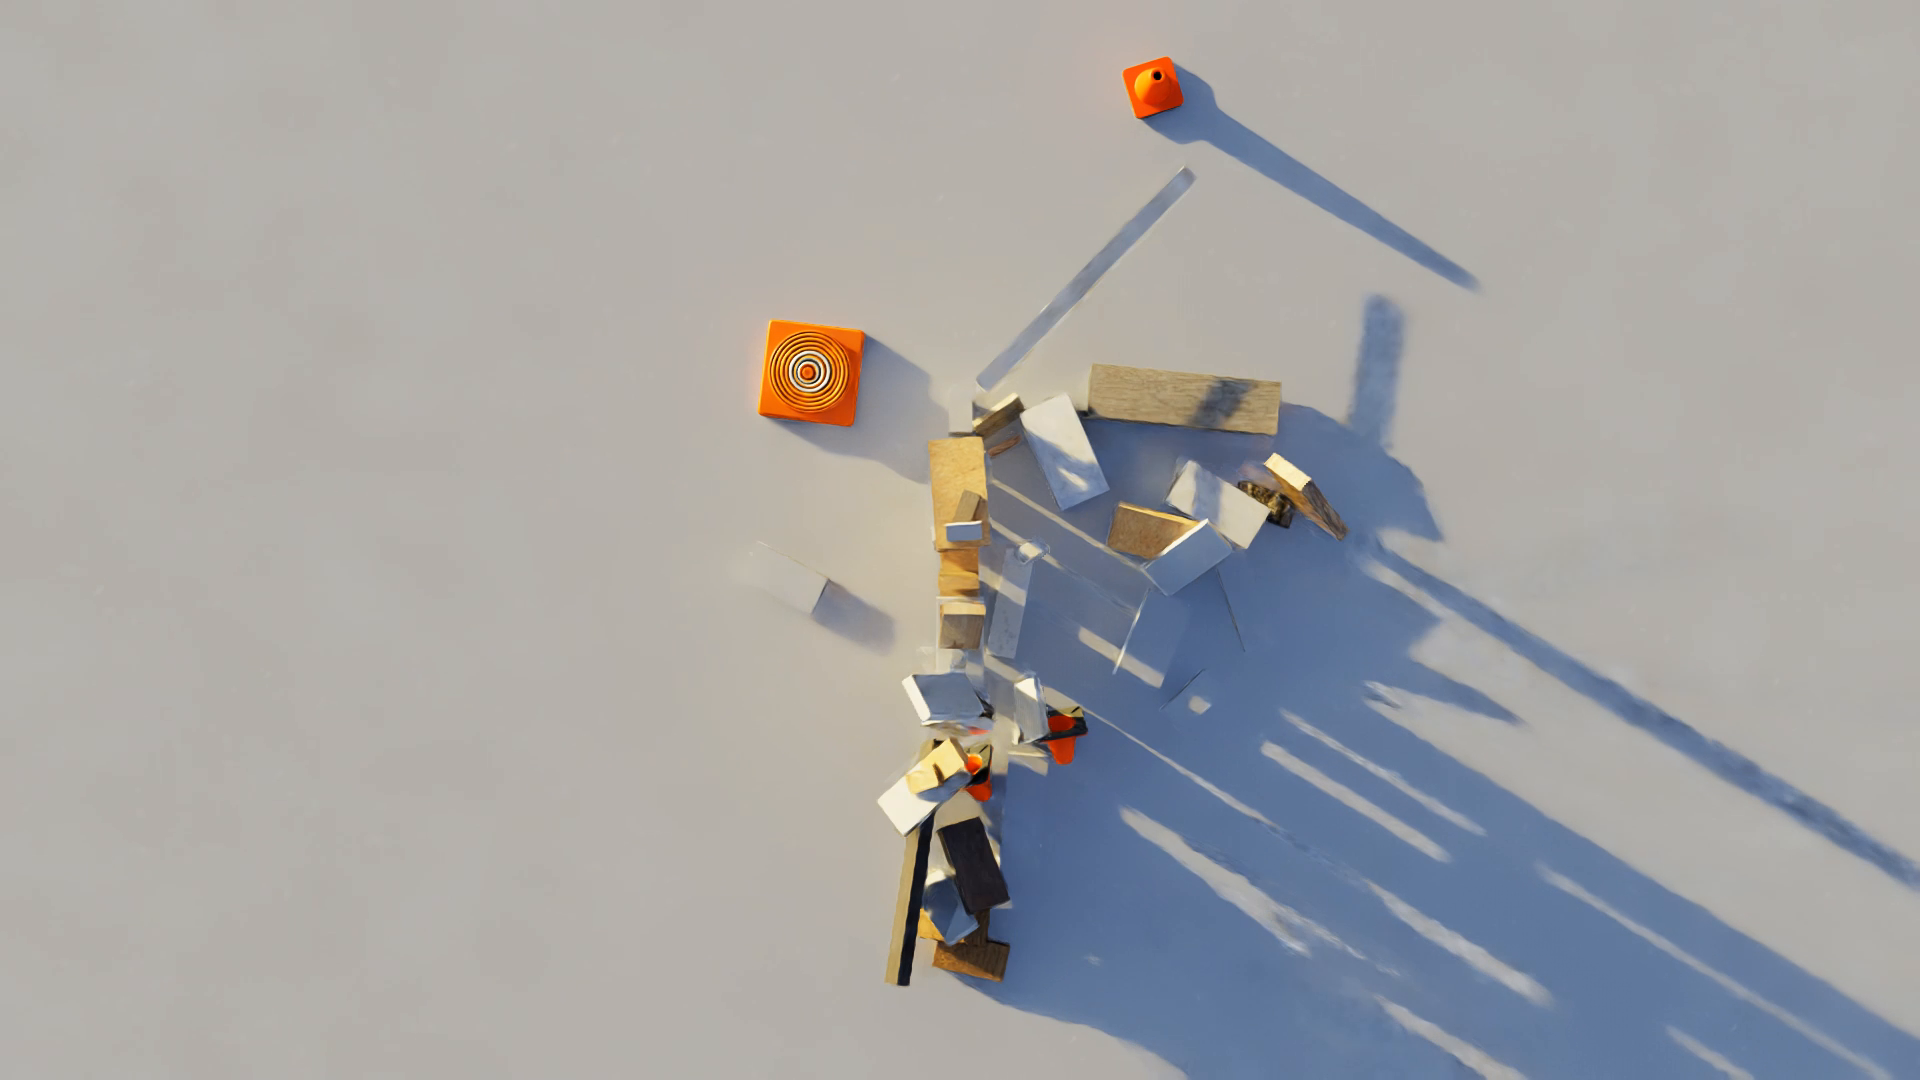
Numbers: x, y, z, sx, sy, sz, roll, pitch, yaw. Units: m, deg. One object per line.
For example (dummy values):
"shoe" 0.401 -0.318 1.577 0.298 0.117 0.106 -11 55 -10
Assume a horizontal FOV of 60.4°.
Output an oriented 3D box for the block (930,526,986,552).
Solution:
"block" -0.003 -0.009 5.062 0.161 0.322 0.046 -6 84 0

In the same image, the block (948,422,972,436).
"block" 0.001 -0.366 5.425 0.074 0.149 0.021 1 84 0

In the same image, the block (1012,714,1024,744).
"block" 0.206 0.605 5.452 0.019 0.066 0.132 14 104 25

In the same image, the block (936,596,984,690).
"block" 0.000 0.326 5.186 0.146 0.041 0.292 0 90 0

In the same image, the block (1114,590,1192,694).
"block" 0.641 0.336 5.478 0.154 0.044 0.309 23 90 0

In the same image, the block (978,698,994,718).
"block" 0.011 0.515 5.256 0.138 0.275 0.039 18 89 -12

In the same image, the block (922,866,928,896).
"block" -0.145 1.128 5.411 0.066 0.019 0.132 14 94 43

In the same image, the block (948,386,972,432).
"block" 0.003 -0.424 5.340 0.074 0.021 0.149 1 90 0

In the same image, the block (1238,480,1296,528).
"block" 1.012 -0.119 5.486 0.202 0.029 0.101 19 90 0

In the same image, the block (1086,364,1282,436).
"block" 0.739 -0.462 5.459 0.625 0.049 0.175 6 85 2

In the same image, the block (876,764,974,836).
"block" -0.112 0.800 5.293 0.290 0.041 0.145 -41 67 2

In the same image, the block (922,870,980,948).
"block" -0.051 1.205 5.405 0.119 0.034 0.239 -33 53 -11

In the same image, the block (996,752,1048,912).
"block" 0.205 0.969 5.481 0.133 0.038 0.514 5 90 0

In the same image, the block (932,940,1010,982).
"block" 0.038 1.381 5.482 0.239 0.034 0.119 13 90 1

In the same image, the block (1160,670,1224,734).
"block" 0.774 0.536 5.486 0.202 0.029 0.101 -43 90 0

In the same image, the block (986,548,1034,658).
"block" 0.168 0.211 5.486 0.095 0.027 0.357 11 90 0

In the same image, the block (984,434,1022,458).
"block" 0.116 -0.293 5.399 0.087 0.192 0.025 -29 90 42

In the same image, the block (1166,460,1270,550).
"block" 0.853 -0.115 5.449 0.309 0.044 0.154 32 92 4

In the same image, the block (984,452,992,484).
"block" 0.014 -0.197 5.131 0.161 0.447 0.046 -20 85 -2

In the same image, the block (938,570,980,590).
"block" -0.004 0.121 5.072 0.122 0.303 0.035 2 93 0

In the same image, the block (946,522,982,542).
"block" 0.011 -0.025 4.835 0.104 0.015 0.052 -4 114 -1

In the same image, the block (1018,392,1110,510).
"block" 0.345 -0.292 5.440 0.175 0.049 0.349 -24 91 10

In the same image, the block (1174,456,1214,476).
"block" 0.776 -0.234 5.491 0.122 0.017 0.061 19 90 0

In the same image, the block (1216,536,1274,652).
"block" 0.930 0.160 5.486 0.101 0.029 0.415 -19 90 0

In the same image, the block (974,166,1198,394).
"block" 0.411 -0.849 5.363 0.061 0.017 0.994 45 85 -3

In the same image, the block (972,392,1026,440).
"block" 0.130 -0.408 5.458 0.174 0.087 0.025 -35 52 0

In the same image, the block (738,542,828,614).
"block" -0.585 0.125 5.481 0.265 0.038 0.133 27 90 0

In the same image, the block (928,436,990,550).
"block" -0.002 -0.139 4.881 0.161 0.046 0.322 -4 88 -1

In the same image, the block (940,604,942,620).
"block" 0.001 0.234 5.042 0.122 0.245 0.035 -1 77 0

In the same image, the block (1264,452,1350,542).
"block" 1.117 -0.135 5.298 0.049 0.349 0.175 -47 46 2

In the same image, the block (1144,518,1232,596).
"block" 0.749 0.059 5.418 0.266 0.038 0.133 -38 105 22

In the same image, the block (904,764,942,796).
"block" -0.117 0.760 5.234 0.132 0.019 0.066 -27 78 39

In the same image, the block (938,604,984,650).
"block" 0.004 0.260 4.943 0.122 0.245 0.035 1 62 -3

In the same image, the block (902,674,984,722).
"block" -0.047 0.469 4.930 0.039 0.275 0.138 -40 66 27

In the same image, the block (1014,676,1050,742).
"block" 0.233 0.550 5.356 0.027 0.095 0.191 5 66 -41

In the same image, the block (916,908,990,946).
"block" -0.025 1.268 5.454 0.239 0.034 0.119 7 74 6

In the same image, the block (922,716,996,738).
"block" -0.006 0.576 5.201 0.138 0.275 0.039 19 74 -17

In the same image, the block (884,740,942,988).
"block" -0.144 1.039 5.331 0.041 0.145 0.779 13 75 -15

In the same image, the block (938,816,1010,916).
"block" 0.043 1.066 5.405 0.145 0.041 0.290 -12 68 -23

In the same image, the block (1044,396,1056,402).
"block" 0.318 -0.392 5.481 0.087 0.025 0.174 3 94 1

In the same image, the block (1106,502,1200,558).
"block" 0.655 -0.013 5.443 0.309 0.044 0.154 15 116 1

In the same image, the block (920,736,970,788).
"block" -0.049 0.699 5.194 0.027 0.191 0.095 -21 74 -42

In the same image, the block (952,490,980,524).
"block" 0.018 -0.092 4.849 0.052 0.015 0.104 20 87 0

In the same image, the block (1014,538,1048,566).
"block" 0.233 0.037 5.467 0.103 0.015 0.052 -32 70 -21

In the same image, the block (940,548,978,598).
"block" -0.002 0.062 5.242 0.121 0.034 0.241 0 90 0

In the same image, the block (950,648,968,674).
"block" -0.004 0.377 5.147 0.046 0.013 0.092 5 105 -1
